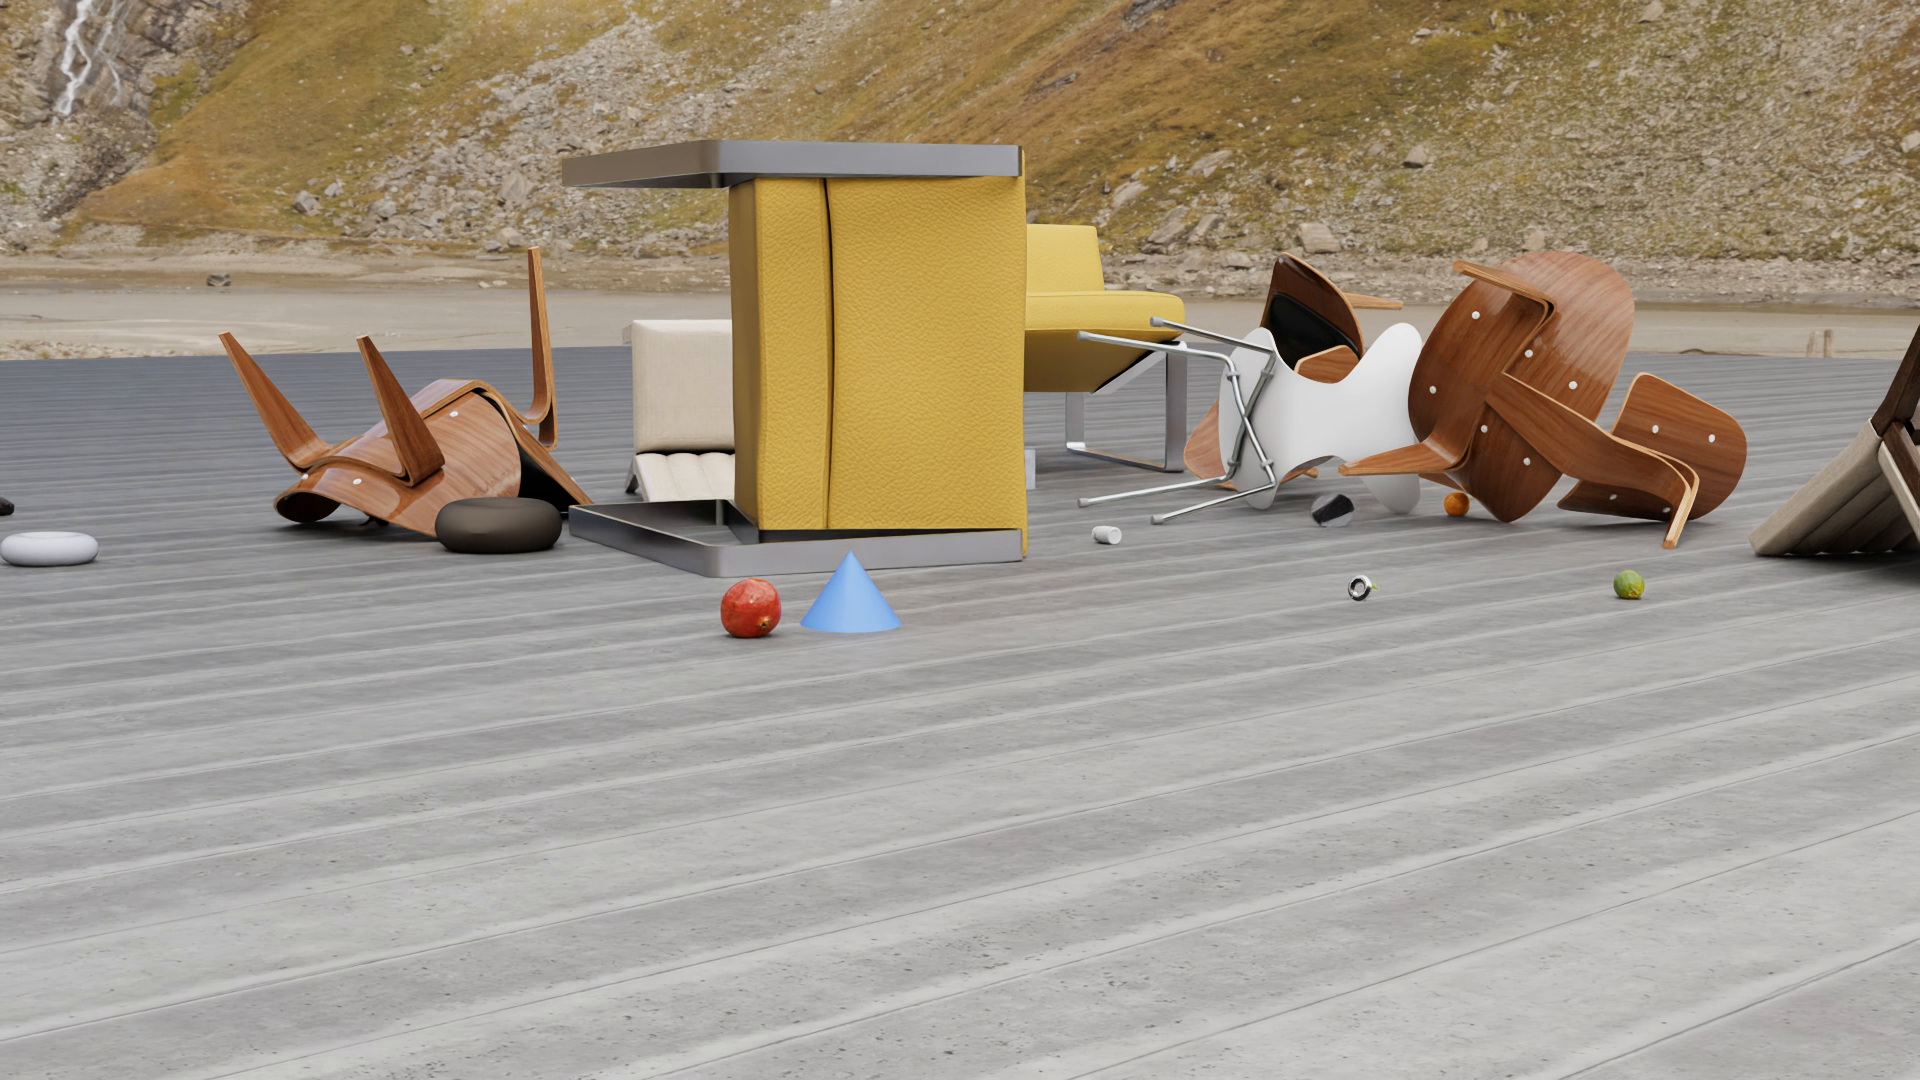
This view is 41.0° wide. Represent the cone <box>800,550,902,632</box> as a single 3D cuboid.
[{"bbox_3d":[-0.208,0.089,4.869,0.193,0.140,0.257,-1,6,-5],"label":"cone"}]

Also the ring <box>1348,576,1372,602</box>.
[{"bbox_3d":[0.812,0.098,5.207,0.049,0.055,0.039,19,-2,20],"label":"ring"}]

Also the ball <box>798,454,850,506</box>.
[{"bbox_3d":[-0.391,-0.174,7.376,0.149,0.149,0.149,0,6,0],"label":"ball"}]

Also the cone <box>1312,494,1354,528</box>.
[{"bbox_3d":[0.975,-0.061,6.794,0.120,0.094,0.093,-18,-18,-14],"label":"cone"}]

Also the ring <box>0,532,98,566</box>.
[{"bbox_3d":[-2.094,0.020,5.898,0.217,0.066,0.217,5,7,30],"label":"ring"}]

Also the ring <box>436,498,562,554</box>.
[{"bbox_3d":[-1.117,-0.036,6.217,0.301,0.114,0.347,2,7,6],"label":"ring"}]

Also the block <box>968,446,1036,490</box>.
[{"bbox_3d":[0.131,-0.226,8.019,0.195,0.121,0.170,0,6,-3],"label":"block"}]
